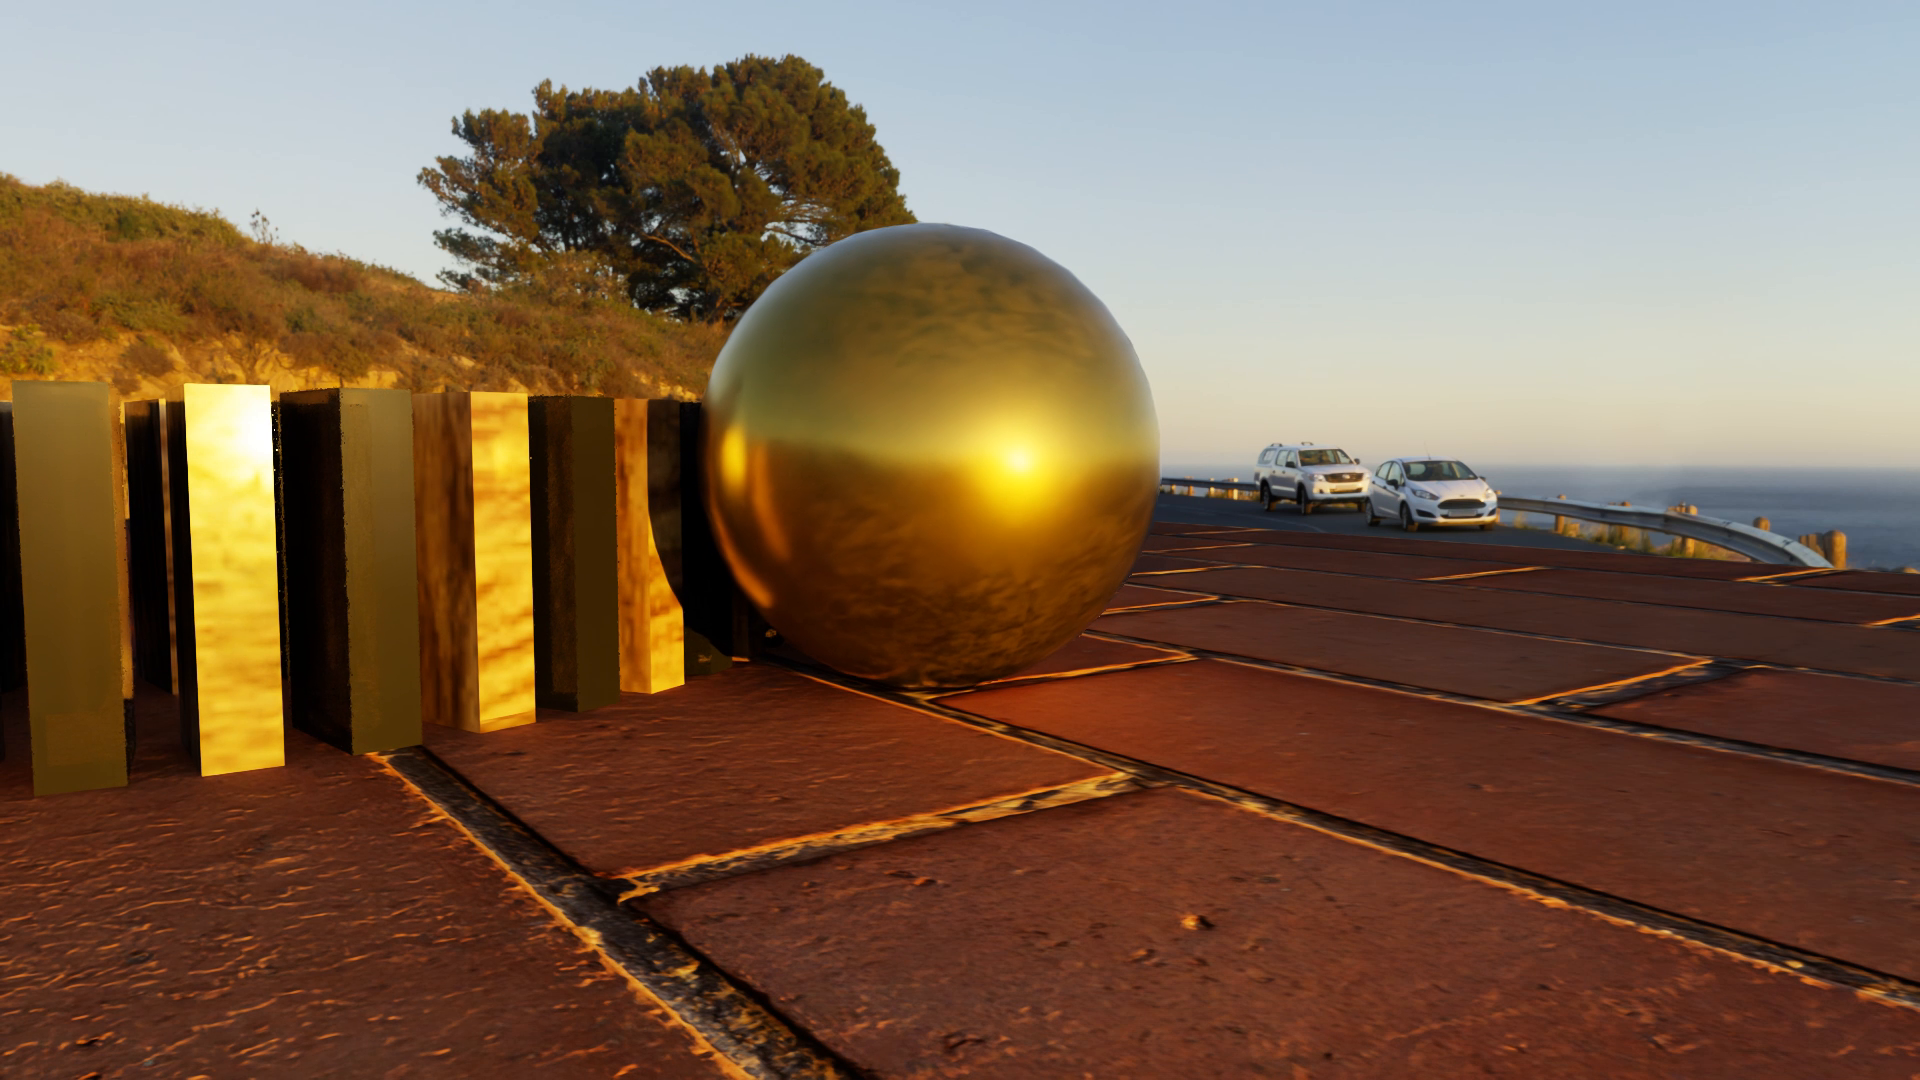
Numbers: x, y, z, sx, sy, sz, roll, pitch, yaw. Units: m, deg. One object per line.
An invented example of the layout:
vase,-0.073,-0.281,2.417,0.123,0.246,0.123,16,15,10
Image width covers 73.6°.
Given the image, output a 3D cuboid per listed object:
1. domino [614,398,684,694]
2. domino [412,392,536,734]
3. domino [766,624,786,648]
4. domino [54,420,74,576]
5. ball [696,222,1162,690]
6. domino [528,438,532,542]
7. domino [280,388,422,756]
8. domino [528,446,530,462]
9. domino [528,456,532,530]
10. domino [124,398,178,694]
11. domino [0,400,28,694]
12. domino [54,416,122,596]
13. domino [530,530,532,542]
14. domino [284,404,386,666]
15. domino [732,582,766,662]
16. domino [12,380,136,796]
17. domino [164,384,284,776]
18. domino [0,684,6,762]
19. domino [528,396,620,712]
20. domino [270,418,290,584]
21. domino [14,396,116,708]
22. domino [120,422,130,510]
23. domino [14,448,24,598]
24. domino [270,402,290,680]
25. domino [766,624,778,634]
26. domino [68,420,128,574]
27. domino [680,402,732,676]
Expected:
domino,-0.062,0.001,0.226,0.025,0.050,0.009,2,5,23
domino,-0.078,0.003,0.198,0.025,0.050,0.009,3,5,36
domino,-0.050,-0.003,0.273,0.025,0.050,0.010,0,4,6
domino,-0.298,-0.014,0.416,0.025,0.050,0.010,4,6,41
ball,-0.005,-0.014,0.224,0.080,0.080,0.080,0,4,0
domino,-0.133,-0.012,0.398,0.009,0.050,0.025,1,4,17
domino,-0.088,0.004,0.186,0.009,0.050,0.025,-4,6,-44
domino,-0.139,-0.013,0.470,0.050,0.010,0.025,45,14,8
domino,-0.154,-0.014,0.471,0.010,0.050,0.025,-45,-3,9
domino,-0.139,0.000,0.228,0.010,0.050,0.025,-4,6,-44
domino,-0.167,0.002,0.213,0.009,0.050,0.025,-1,4,-15
domino,-0.251,-0.010,0.370,0.025,0.050,0.009,4,6,45
domino,-0.170,-0.014,0.471,0.009,0.050,0.025,-43,1,6
domino,-0.121,-0.002,0.255,0.025,0.050,0.010,2,5,25
domino,-0.053,-0.002,0.257,0.025,0.050,0.010,1,4,12
domino,-0.114,0.005,0.166,0.009,0.050,0.025,-3,5,-30
domino,-0.101,0.004,0.175,0.009,0.050,0.025,-3,5,-36
domino,-0.129,0.006,0.159,0.010,0.050,0.025,-2,5,-25
domino,-0.069,0.002,0.212,0.025,0.050,0.009,2,5,29
domino,-0.212,-0.012,0.397,0.009,0.050,0.025,-2,5,-24
domino,-0.152,0.001,0.219,0.009,0.050,0.025,-2,5,-29
domino,-0.277,-0.016,0.436,0.009,0.050,0.025,-12,11,-35
domino,-0.262,-0.009,0.358,0.025,0.050,0.010,3,5,36
domino,-0.129,-0.001,0.241,0.025,0.050,0.010,3,5,35
domino,-0.050,-0.004,0.289,0.025,0.050,0.009,0,4,-2
domino,-0.287,-0.015,0.427,0.010,0.050,0.025,-6,7,-42
domino,-0.057,-0.001,0.242,0.025,0.050,0.009,1,4,14
